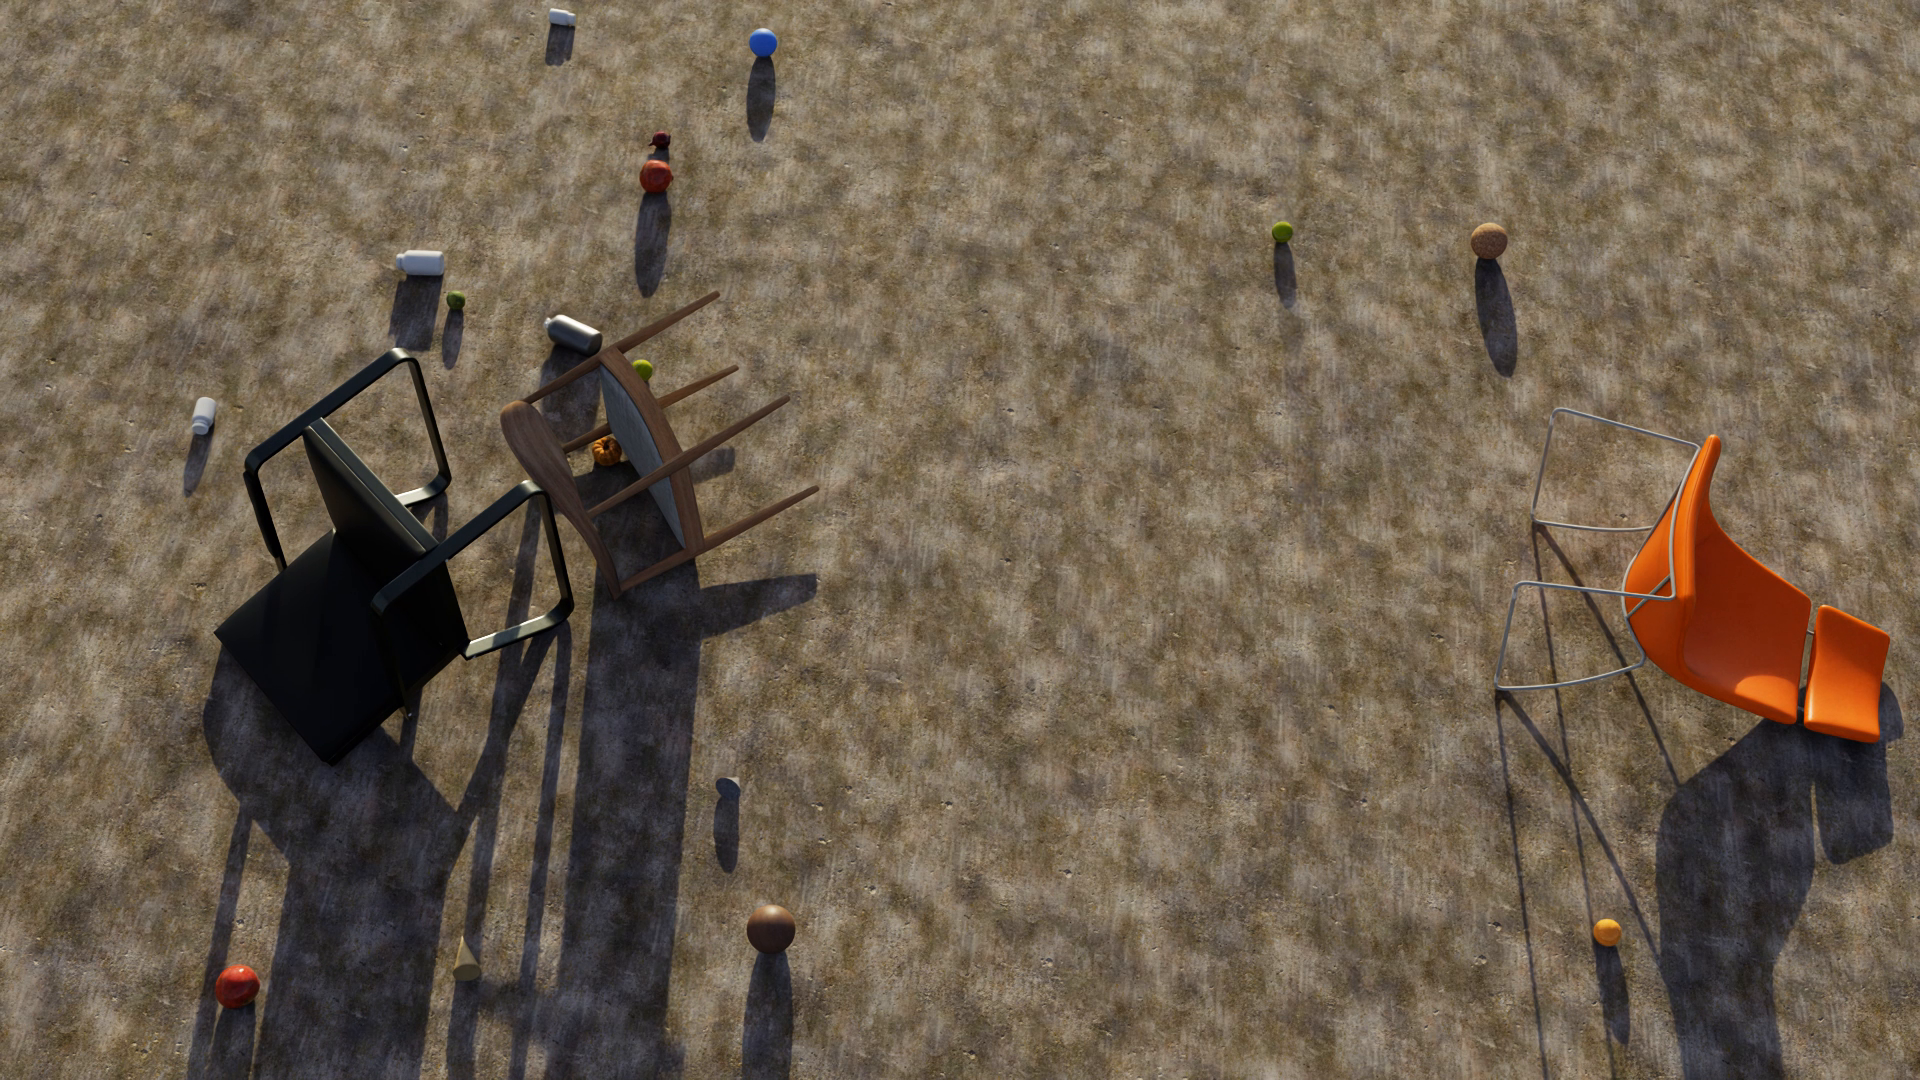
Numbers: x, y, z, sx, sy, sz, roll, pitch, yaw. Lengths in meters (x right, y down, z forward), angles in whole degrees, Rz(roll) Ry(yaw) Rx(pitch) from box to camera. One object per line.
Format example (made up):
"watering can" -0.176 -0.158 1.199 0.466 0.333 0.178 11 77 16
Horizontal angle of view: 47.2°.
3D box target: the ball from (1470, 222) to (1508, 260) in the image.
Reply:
"ball" 1.722 -0.972 7.156 0.118 0.118 0.118 0 56 0

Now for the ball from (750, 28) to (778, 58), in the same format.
"ball" -0.688 -1.736 7.680 0.098 0.098 0.098 0 56 0

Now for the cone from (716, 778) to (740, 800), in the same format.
"cone" -0.629 0.675 6.103 0.080 0.067 0.063 16 29 18
